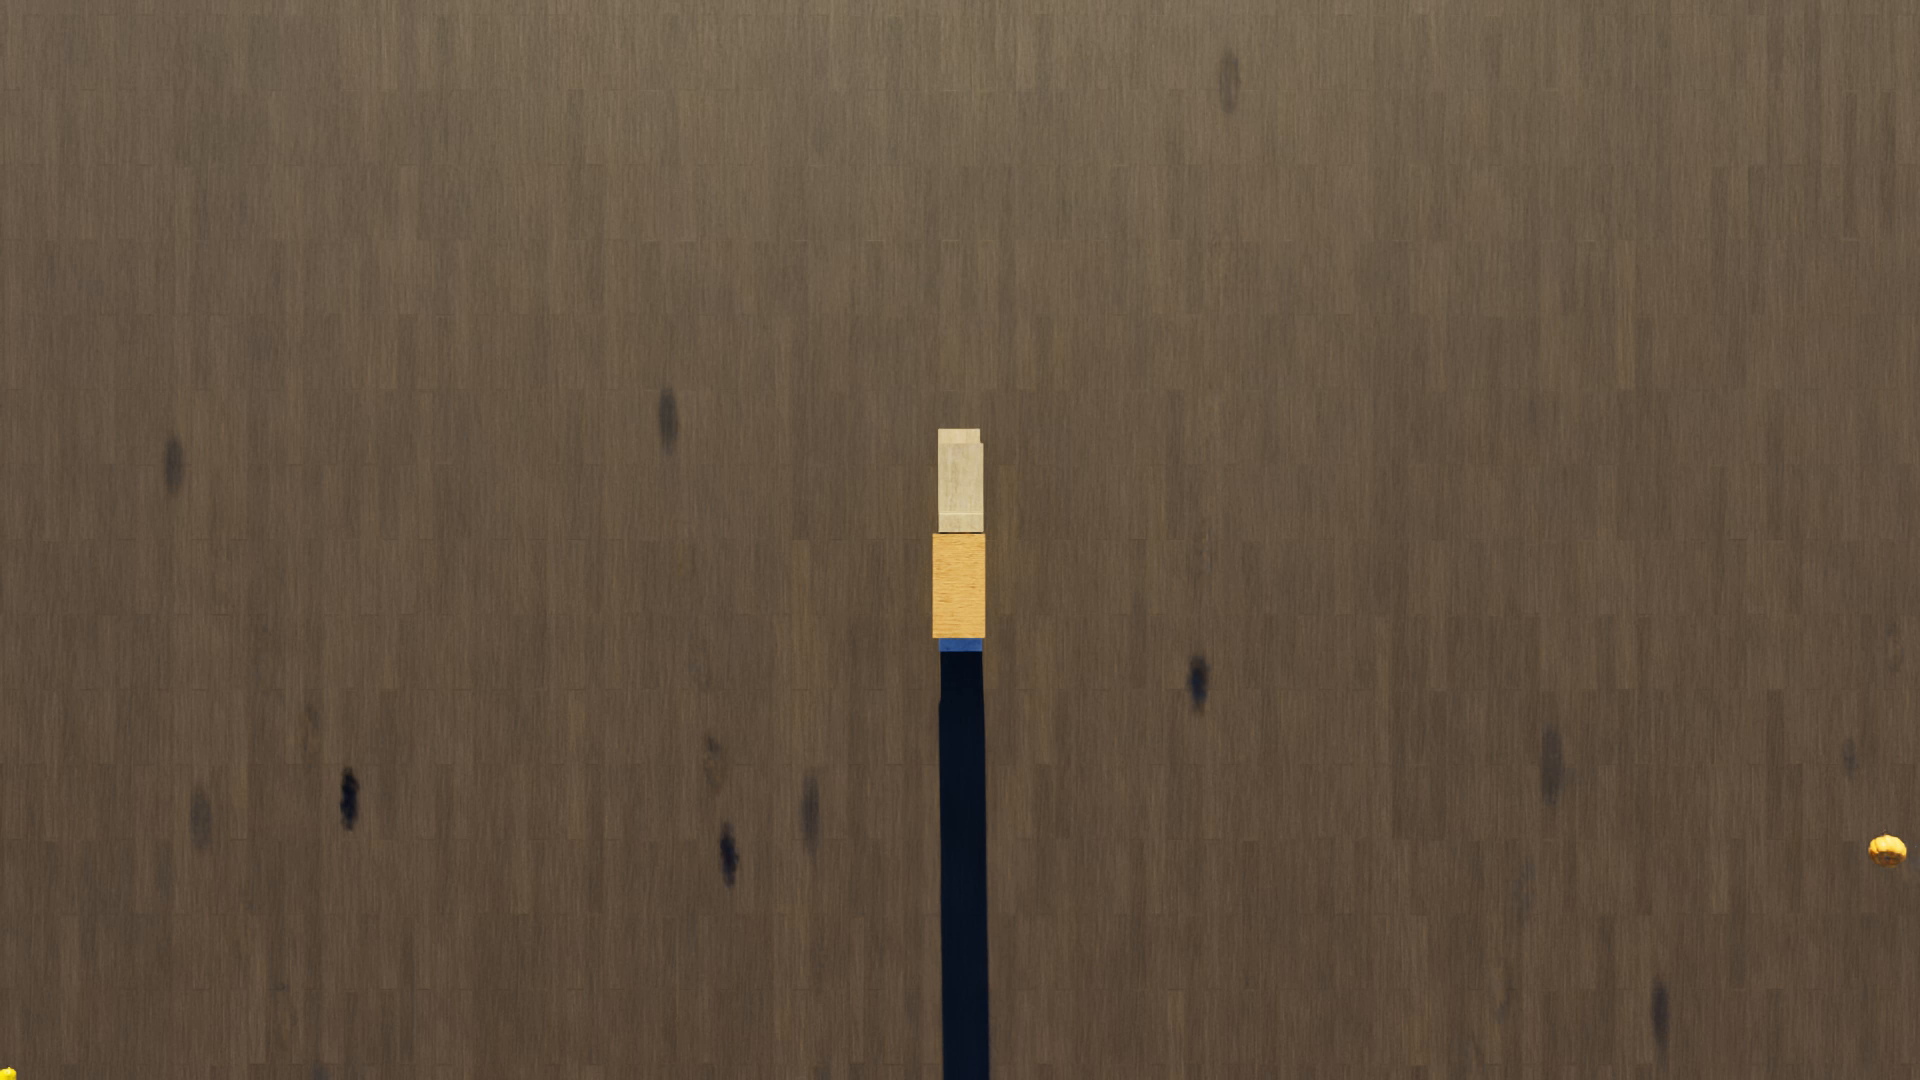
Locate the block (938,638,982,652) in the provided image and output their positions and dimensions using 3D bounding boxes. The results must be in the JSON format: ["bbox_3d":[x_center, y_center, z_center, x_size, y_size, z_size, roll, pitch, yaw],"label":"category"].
[{"bbox_3d":[0.002,0.213,5.207,0.137,0.039,0.274,0,90,0],"label":"block"}]

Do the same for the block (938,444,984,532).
[{"bbox_3d":[0.003,-0.155,4.919,0.132,0.037,0.264,0,90,0],"label":"block"}]

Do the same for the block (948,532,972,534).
[{"bbox_3d":[-0.002,-0.006,5.334,0.077,0.022,0.155,0,90,0],"label":"block"}]

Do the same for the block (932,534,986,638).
[{"bbox_3d":[-0.003,0.134,4.861,0.153,0.043,0.305,0,90,0],"label":"block"}]

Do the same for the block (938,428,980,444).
[{"bbox_3d":[-0.003,-0.219,5.220,0.131,0.037,0.262,0,90,0],"label":"block"}]
